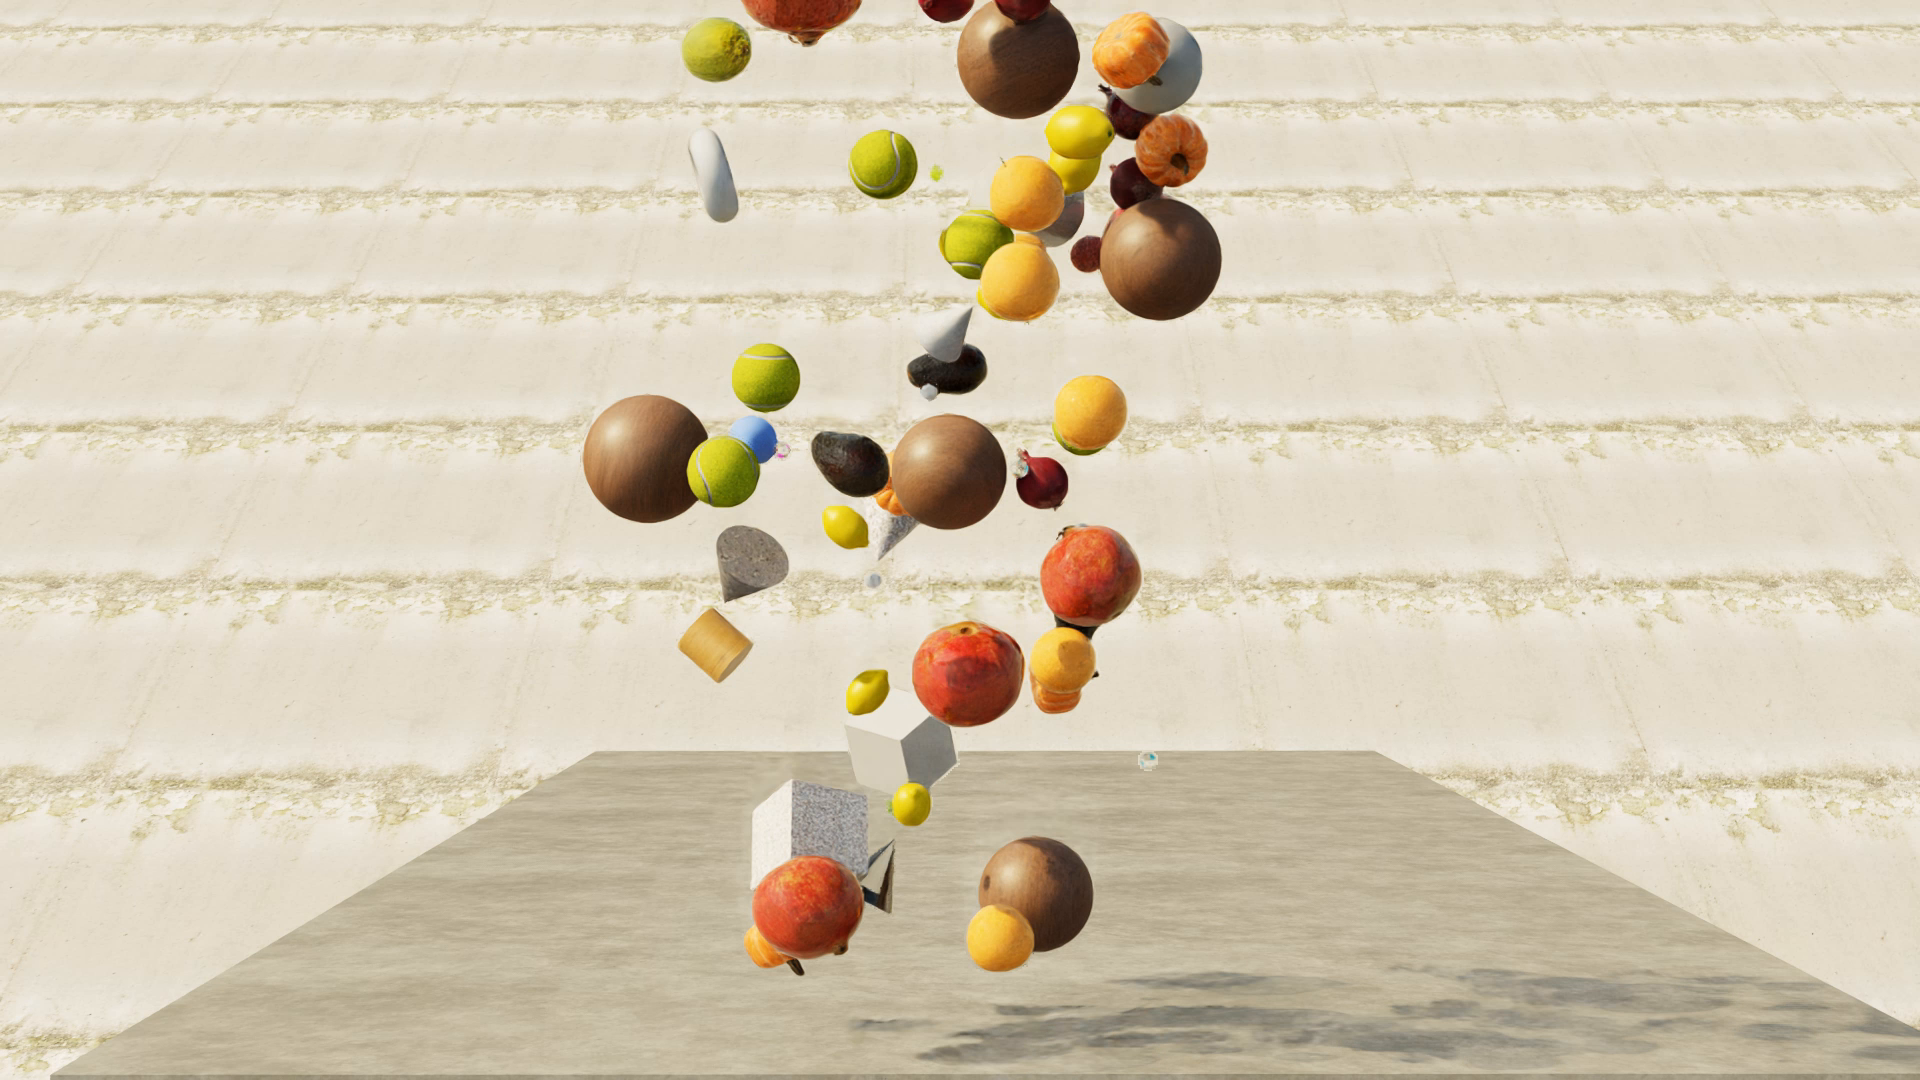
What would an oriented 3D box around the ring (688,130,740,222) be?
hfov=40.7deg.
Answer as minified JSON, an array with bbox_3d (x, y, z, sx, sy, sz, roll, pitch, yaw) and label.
[{"bbox_3d":[-0.239,-0.354,2.511,0.031,0.094,0.094,-19,33,-6],"label":"ring"}]

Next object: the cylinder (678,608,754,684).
[{"bbox_3d":[-0.251,0.108,2.652,0.055,0.055,0.055,41,41,7],"label":"cylinder"}]

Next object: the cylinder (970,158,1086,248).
[{"bbox_3d":[0.074,-0.364,2.805,0.090,0.090,0.090,21,14,32],"label":"cylinder"}]

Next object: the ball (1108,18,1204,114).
[{"bbox_3d":[0.198,-0.480,2.620,0.096,0.096,0.096,0,30,0],"label":"ball"}]

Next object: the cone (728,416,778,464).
[{"bbox_3d":[-0.225,-0.098,2.721,0.054,0.054,0.054,6,19,11],"label":"cone"}]

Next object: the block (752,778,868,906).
[{"bbox_3d":[-0.162,0.326,2.787,0.093,0.093,0.093,16,55,-26],"label":"block"}]

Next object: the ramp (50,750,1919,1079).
[{"bbox_3d":[0.067,0.594,4.649,2.000,0.100,4.000,0,0,0],"label":"ramp"}]

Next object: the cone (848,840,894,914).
[{"bbox_3d":[-0.092,0.373,2.938,0.076,0.076,0.076,29,-5,3],"label":"cone"}]

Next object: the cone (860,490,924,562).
[{"bbox_3d":[-0.088,-0.005,3.026,0.078,0.078,0.078,7,57,13],"label":"cone"}]

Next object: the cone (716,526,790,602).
[{"bbox_3d":[-0.236,0.043,2.755,0.083,0.083,0.083,18,44,-18],"label":"cone"}]

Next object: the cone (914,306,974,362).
[{"bbox_3d":[-0.004,-0.228,2.701,0.062,0.062,0.062,25,46,-29],"label":"cone"}]

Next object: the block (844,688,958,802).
[{"bbox_3d":[-0.070,0.241,3.069,0.086,0.086,0.086,13,37,37],"label":"block"}]
